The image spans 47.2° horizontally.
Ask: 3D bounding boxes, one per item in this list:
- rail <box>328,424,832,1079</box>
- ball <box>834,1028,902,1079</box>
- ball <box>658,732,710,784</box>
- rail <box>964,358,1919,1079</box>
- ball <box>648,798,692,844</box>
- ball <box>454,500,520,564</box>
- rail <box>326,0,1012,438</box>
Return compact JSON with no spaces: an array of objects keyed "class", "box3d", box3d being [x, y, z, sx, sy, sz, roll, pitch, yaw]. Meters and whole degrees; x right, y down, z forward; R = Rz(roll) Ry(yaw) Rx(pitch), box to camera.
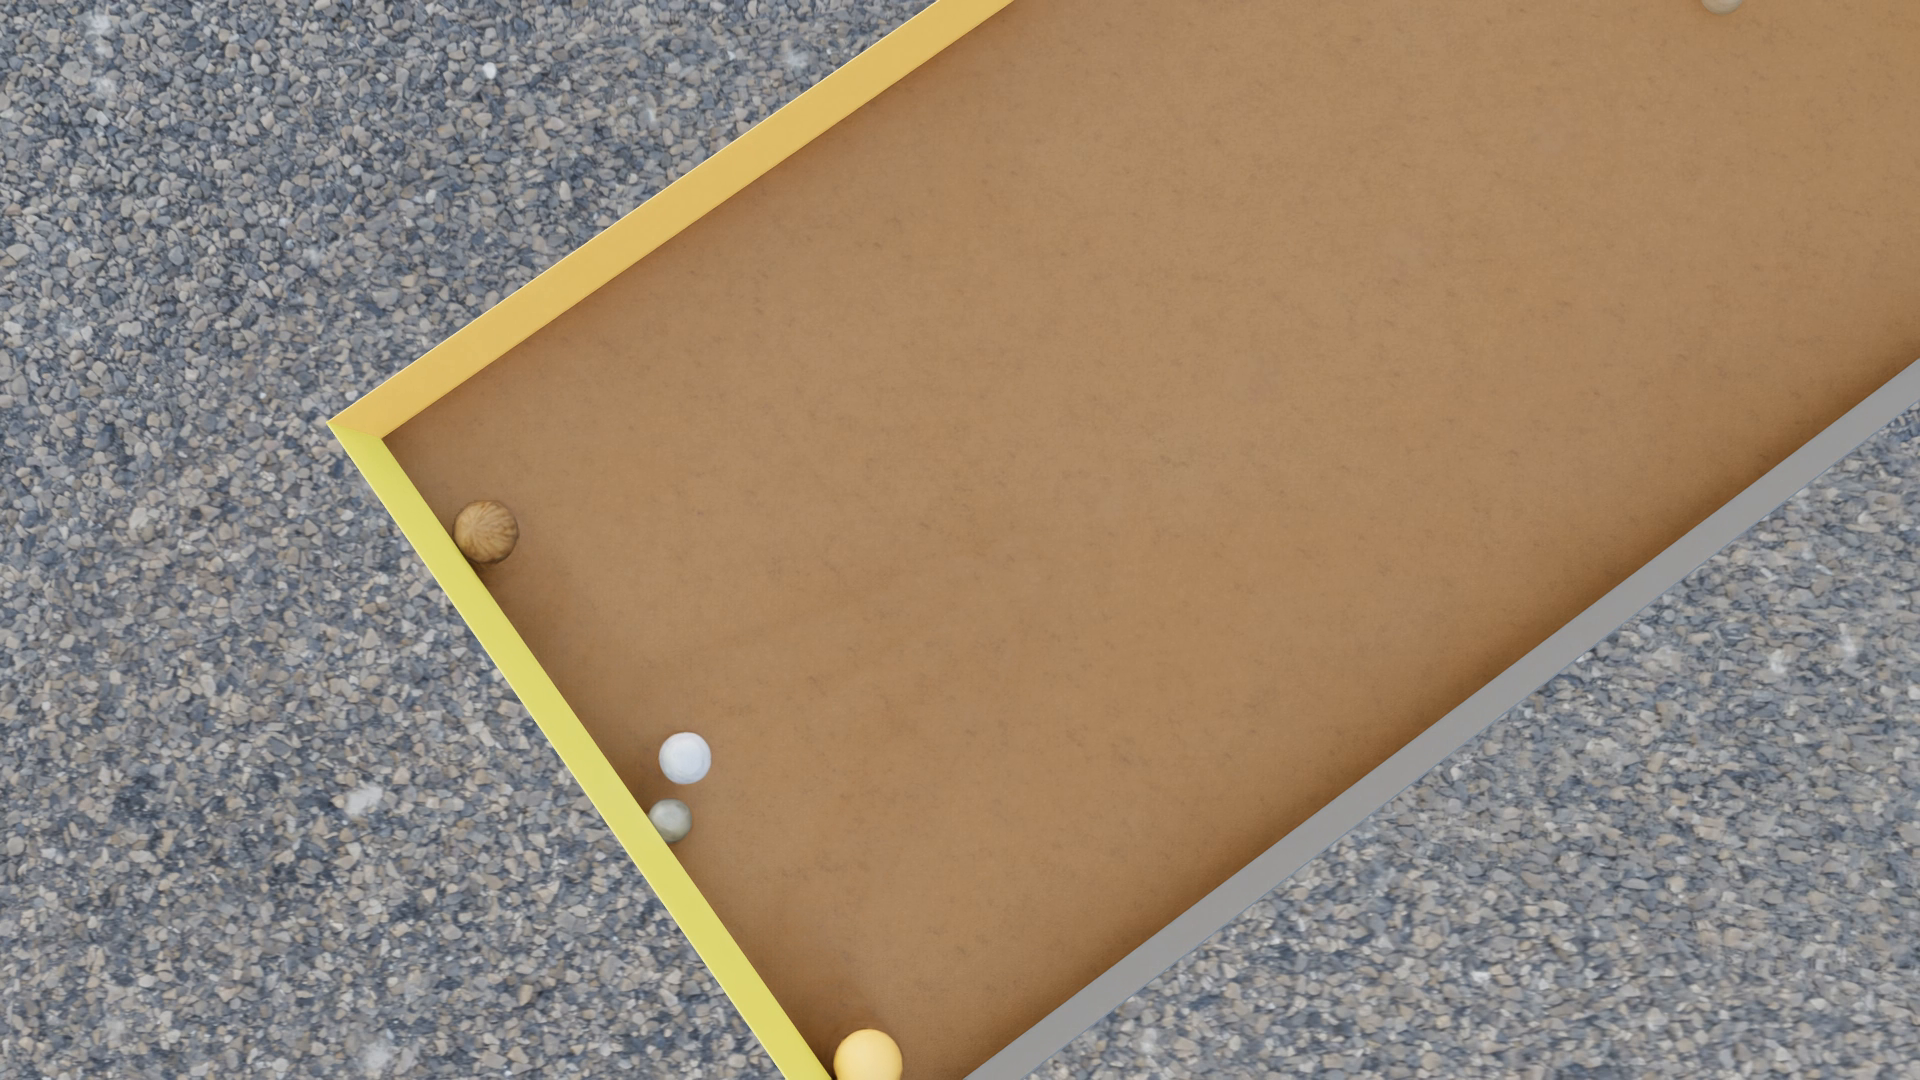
[{"class":"rail","box3d":[-0.509,0.363,3.190,0.045,0.127,1.357,-36,82,-6]},{"class":"ball","box3d":[-0.131,0.748,3.137,0.098,0.098,0.098,0,80,0]},{"class":"ball","box3d":[-0.404,0.320,3.224,0.076,0.076,0.076,0,80,0]},{"class":"rail","box3d":[0.915,0.134,3.231,2.619,0.127,0.045,-36,82,-6]},{"class":"ball","box3d":[-0.424,0.410,3.214,0.066,0.066,0.066,0,80,0]},{"class":"ball","box3d":[-0.705,-0.011,3.274,0.095,0.095,0.095,0,80,0]},{"class":"rail","box3d":[0.141,-0.905,3.416,2.619,0.127,0.045,-36,82,-6]}]
